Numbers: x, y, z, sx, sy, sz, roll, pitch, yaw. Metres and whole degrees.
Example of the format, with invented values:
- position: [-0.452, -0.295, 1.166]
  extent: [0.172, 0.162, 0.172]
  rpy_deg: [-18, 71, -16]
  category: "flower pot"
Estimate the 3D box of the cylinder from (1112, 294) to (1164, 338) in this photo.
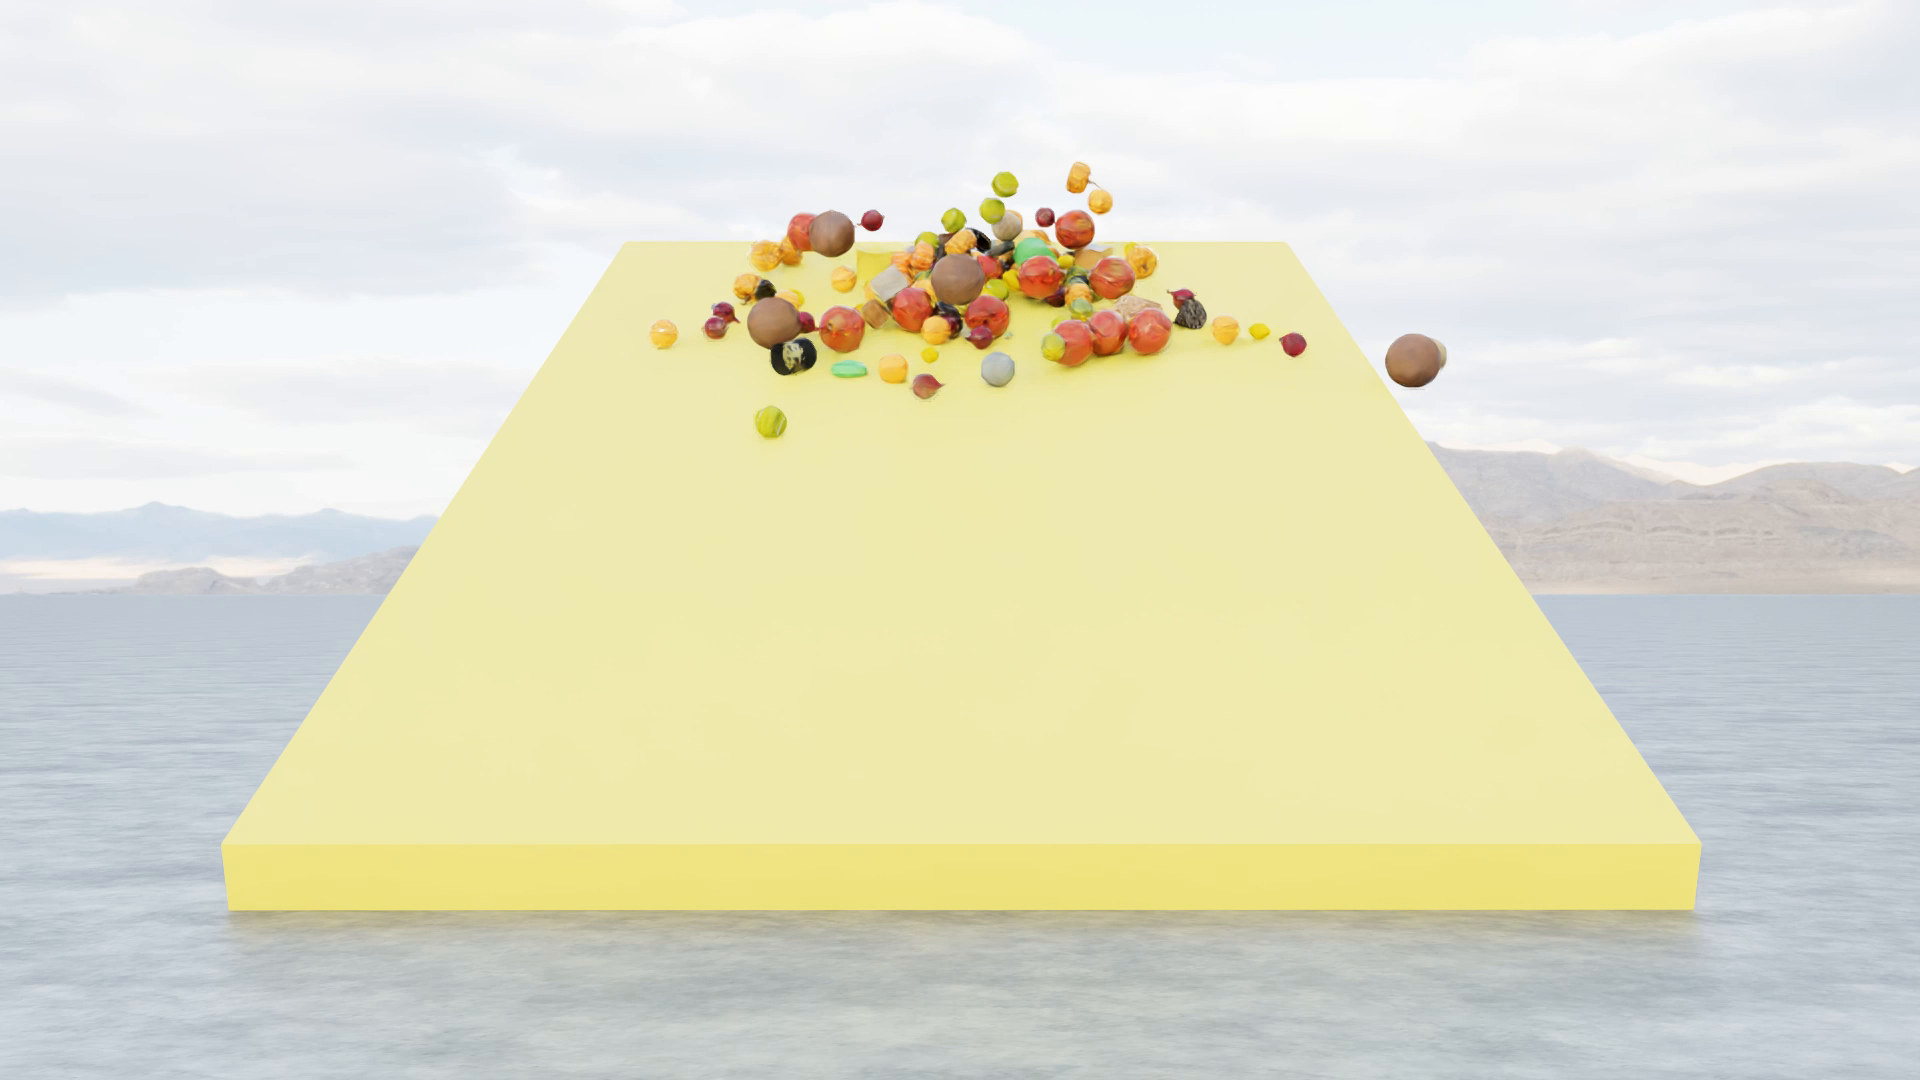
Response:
- position: [0.451, -0.567, 5.712]
  extent: [0.095, 0.095, 0.095]
  rpy_deg: [1, 15, -38]
  category: "cylinder"

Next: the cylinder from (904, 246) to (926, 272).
- position: [-0.127, -0.800, 6.413]
  extent: [0.057, 0.057, 0.057]
  rpy_deg: [-2, 26, 1]
  category: "cylinder"

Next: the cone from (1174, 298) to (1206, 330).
- position: [0.577, -0.572, 5.814]
  extent: [0.084, 0.084, 0.084]
  rpy_deg: [1, -12, -34]
  category: "cone"

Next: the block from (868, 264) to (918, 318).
- position: [-0.171, -0.639, 5.789]
  extent: [0.081, 0.081, 0.081]
  rpy_deg: [-36, -29, -4]
  category: "block"

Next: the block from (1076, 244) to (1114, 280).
- position: [0.379, -0.787, 6.367]
  extent: [0.080, 0.080, 0.080]
  rpy_deg: [10, 22, 27]
  category: "block"

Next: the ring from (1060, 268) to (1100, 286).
- position: [0.332, -0.729, 6.267]
  extent: [0.113, 0.038, 0.113]
  rpy_deg: [1, 18, 0]
  category: "ring"

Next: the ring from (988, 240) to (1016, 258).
- position: [0.113, -0.786, 6.089]
  extent: [0.080, 0.027, 0.080]
  rpy_deg: [-25, 5, 2]
  category: "ring"

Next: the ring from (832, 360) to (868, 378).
- position: [-0.263, -0.405, 5.345]
  extent: [0.087, 0.029, 0.087]
  rpy_deg: [0, 18, 0]
  category: "ring"

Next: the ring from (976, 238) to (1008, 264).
- position: [0.120, -0.834, 6.509]
  extent: [0.147, 0.049, 0.147]
  rpy_deg: [-12, 24, 5]
  category: "ring"

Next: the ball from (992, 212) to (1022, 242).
- position: [0.125, -0.845, 6.082]
  extent: [0.081, 0.081, 0.081]
  rpy_deg: [0, -1, 0]
  category: "ball"

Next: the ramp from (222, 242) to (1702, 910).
- position: [-0.004, -0.199, 4.950]
  extent: [2.000, 0.100, 4.000]
  rpy_deg: [0, 19, 0]
  category: "ramp"

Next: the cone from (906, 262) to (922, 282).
- position: [-0.130, -0.756, 6.317]
  extent: [0.052, 0.052, 0.052]
  rpy_deg: [0, 19, 0]
  category: "cone"

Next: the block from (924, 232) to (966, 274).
- position: [-0.044, -0.804, 6.338]
  extent: [0.081, 0.081, 0.081]
  rpy_deg: [11, -18, -41]
  category: "block"

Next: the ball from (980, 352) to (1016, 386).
- position: [0.088, -0.397, 5.243]
  extent: [0.082, 0.082, 0.082]
  rpy_deg: [0, -1, 0]
  category: "ball"

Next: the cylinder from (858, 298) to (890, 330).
- position: [-0.219, -0.578, 5.762]
  extent: [0.058, 0.058, 0.058]
  rpy_deg: [43, -17, -16]
  category: "cylinder"

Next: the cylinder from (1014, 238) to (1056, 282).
- position: [0.202, -0.755, 6.068]
  extent: [0.098, 0.098, 0.098]
  rpy_deg: [0, 22, -11]
  category: "cylinder"

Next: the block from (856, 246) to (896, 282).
- position: [-0.234, -0.773, 6.323]
  extent: [0.081, 0.081, 0.081]
  rpy_deg: [-15, 24, -36]
  category: "block"

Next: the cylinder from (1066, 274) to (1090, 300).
- position: [0.314, -0.675, 6.028]
  extent: [0.057, 0.057, 0.057]
  rpy_deg: [0, -6, -5]
  category: "cylinder"

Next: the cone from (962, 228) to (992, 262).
- position: [0.027, -0.819, 6.403]
  extent: [0.095, 0.095, 0.095]
  rpy_deg: [25, -25, 13]
  category: "cone"

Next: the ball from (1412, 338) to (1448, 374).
- position: [1.165, -0.457, 5.590]
  extent: [0.088, 0.088, 0.088]
  rpy_deg: [0, -1, 0]
  category: "ball"

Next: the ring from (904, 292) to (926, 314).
- position: [-0.144, -0.631, 5.973]
  extent: [0.109, 0.036, 0.109]
  rpy_deg: [3, 26, -1]
  category: "ring"

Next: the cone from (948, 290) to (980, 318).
- position: [0.022, -0.606, 5.911]
  extent: [0.080, 0.080, 0.080]
  rpy_deg: [20, -13, -35]
  category: "cone"

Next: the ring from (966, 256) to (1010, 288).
- position: [0.077, -0.735, 6.188]
  extent: [0.120, 0.040, 0.120]
  rpy_deg: [6, -32, 4]
  category: "ring"
